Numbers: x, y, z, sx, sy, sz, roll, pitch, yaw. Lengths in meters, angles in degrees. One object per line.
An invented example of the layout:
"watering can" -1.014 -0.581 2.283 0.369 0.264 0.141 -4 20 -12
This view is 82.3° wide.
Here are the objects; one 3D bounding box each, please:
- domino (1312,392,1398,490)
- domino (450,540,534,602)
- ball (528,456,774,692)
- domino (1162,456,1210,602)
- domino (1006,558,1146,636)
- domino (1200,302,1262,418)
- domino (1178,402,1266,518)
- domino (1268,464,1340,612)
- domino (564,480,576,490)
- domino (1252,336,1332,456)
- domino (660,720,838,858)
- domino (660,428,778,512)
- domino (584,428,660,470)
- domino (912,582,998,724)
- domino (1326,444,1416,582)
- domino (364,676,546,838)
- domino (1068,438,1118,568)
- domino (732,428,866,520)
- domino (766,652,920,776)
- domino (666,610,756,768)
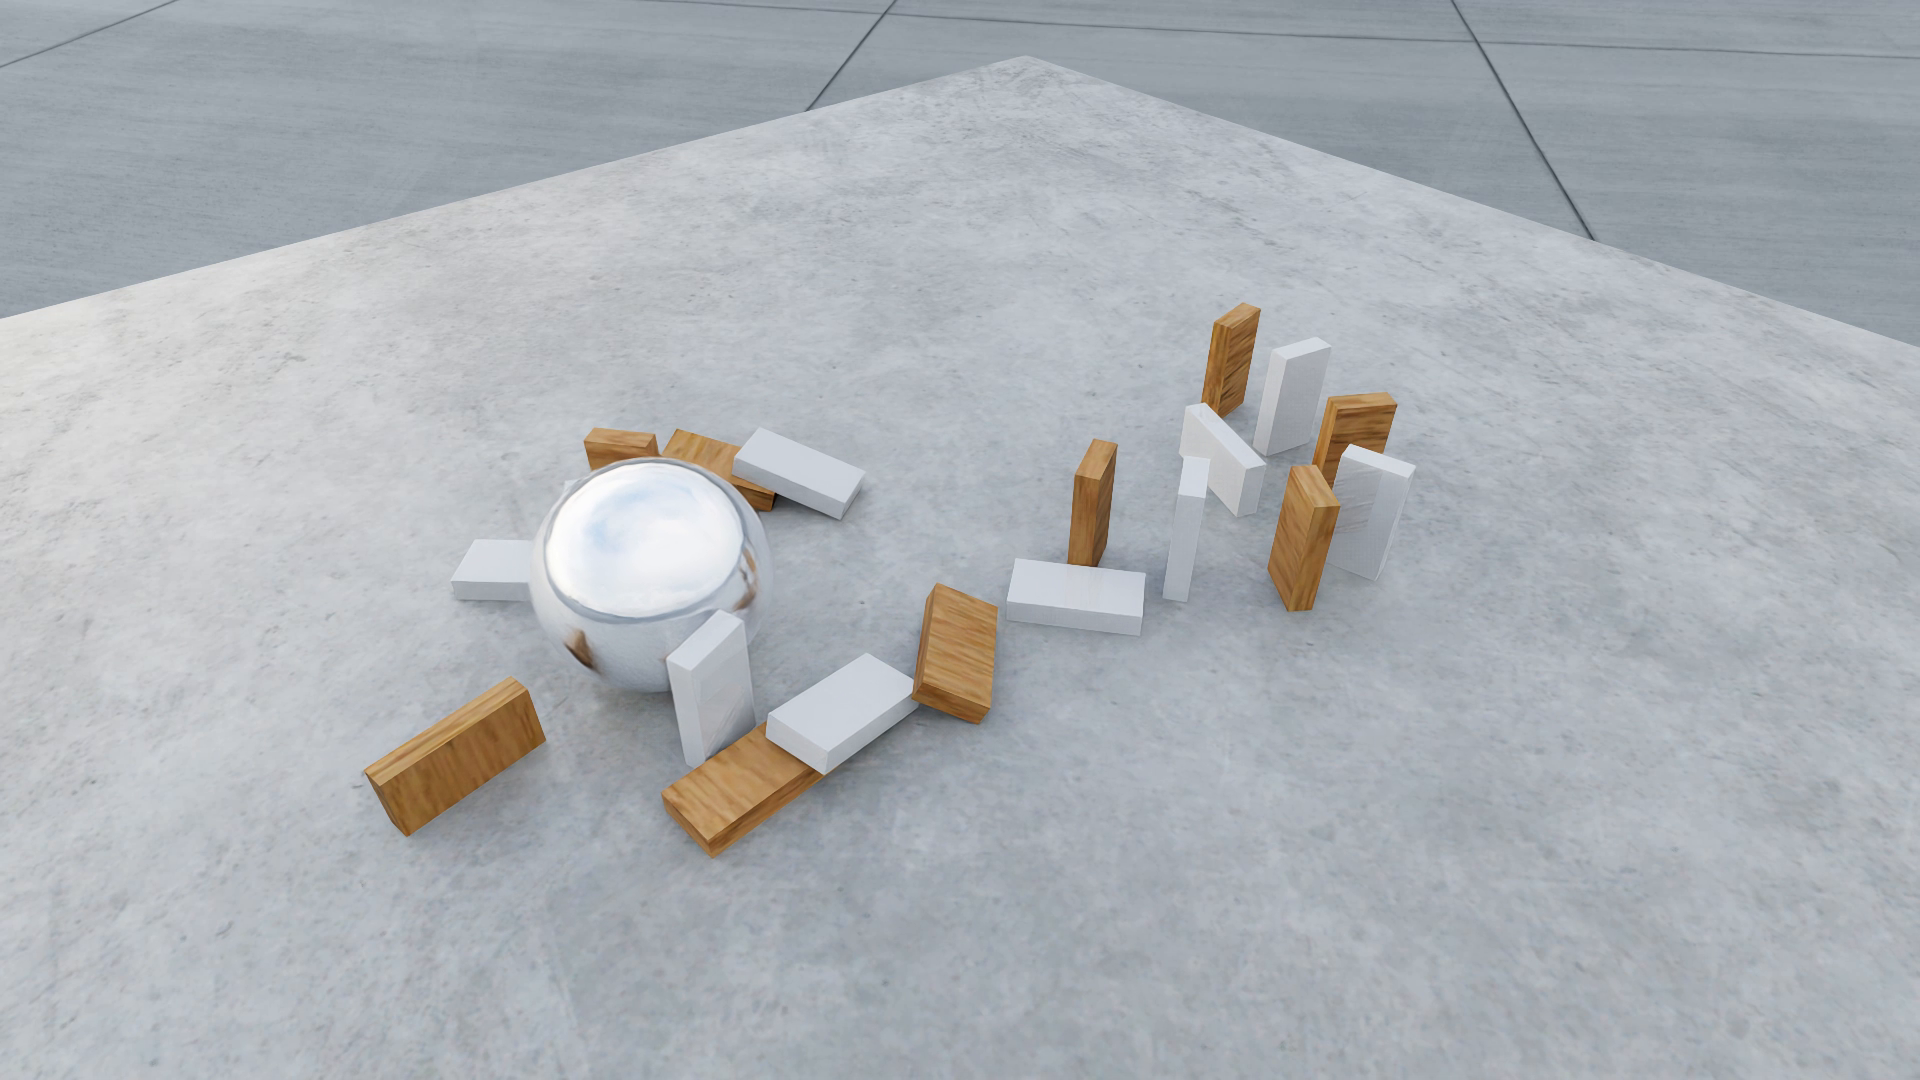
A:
"domino" 0.161 -0.037 0.456 0.025 0.050 0.009 -5 40 -7
"domino" -0.168 0.012 0.429 0.050 0.010 0.025 1 39 2
"ball" -0.104 0.012 0.374 0.080 0.080 0.080 0 39 0
"domino" 0.085 -0.004 0.416 0.010 0.050 0.025 9 40 11
"domino" 0.044 0.021 0.417 0.050 0.010 0.025 6 40 8
"domino" 0.125 -0.082 0.512 0.009 0.050 0.025 29 48 31
"domino" 0.112 -0.035 0.474 0.009 0.025 0.050 -13 41 -15
"domino" 0.128 0.000 0.412 0.010 0.050 0.025 -4 39 -4
"domino" -0.141 -0.017 0.464 0.050 0.009 0.025 -8 40 -9
"domino" 0.147 -0.063 0.489 0.025 0.050 0.009 -18 43 -21
"domino" -0.066 0.076 0.351 0.025 0.010 0.050 32 49 33
"domino" -0.101 -0.030 0.470 0.050 0.010 0.025 16 40 -4
"domino" -0.130 -0.020 0.436 0.025 0.050 0.009 7 40 8
"domino" -0.001 0.039 0.388 0.025 0.009 0.050 23 38 -13
"domino" 0.155 -0.010 0.424 0.025 0.050 0.010 24 45 26
"domino" -0.158 0.068 0.348 0.010 0.025 0.050 28 47 30
"domino" 0.051 -0.011 0.425 0.010 0.050 0.025 14 41 16
"domino" -0.068 -0.029 0.467 0.050 0.009 0.025 23 40 2
"domino" -0.037 0.056 0.364 0.025 0.009 0.050 26 32 25
"domino" -0.078 0.049 0.351 0.009 0.050 0.025 22 44 21
